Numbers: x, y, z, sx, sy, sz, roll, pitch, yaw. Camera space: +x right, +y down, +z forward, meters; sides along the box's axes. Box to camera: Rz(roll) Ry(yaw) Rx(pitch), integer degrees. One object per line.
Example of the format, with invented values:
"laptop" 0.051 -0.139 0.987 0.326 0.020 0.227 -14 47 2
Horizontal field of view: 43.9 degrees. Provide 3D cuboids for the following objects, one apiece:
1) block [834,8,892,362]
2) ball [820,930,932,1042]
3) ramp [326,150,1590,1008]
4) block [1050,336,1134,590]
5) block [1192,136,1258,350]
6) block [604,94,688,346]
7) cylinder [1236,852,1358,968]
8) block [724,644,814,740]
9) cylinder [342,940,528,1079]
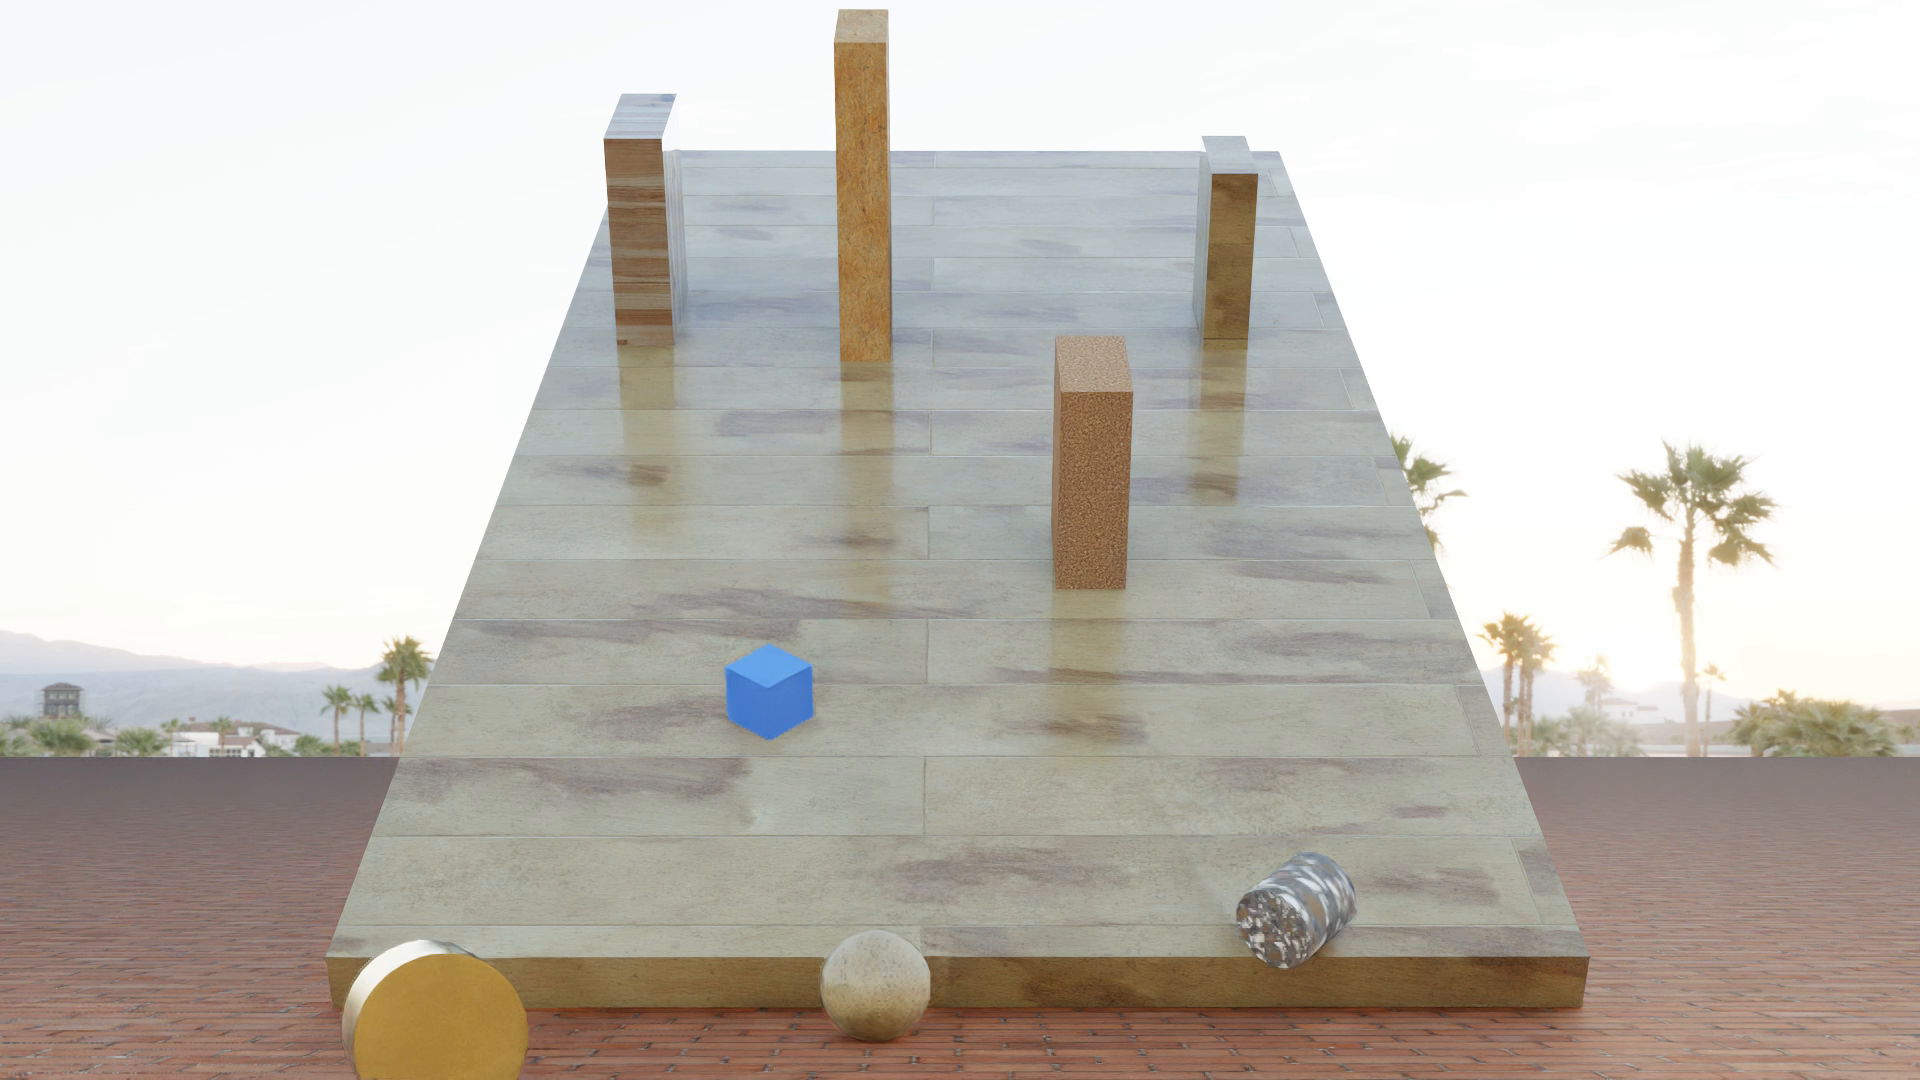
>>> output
"block" -0.233 -0.861 5.806 0.121 0.799 0.292 0 28 0
"ball" -0.119 0.630 3.365 0.157 0.157 0.157 0 -5 0
"ramp" -0.011 -0.224 5.560 2.000 0.100 4.000 0 28 0
"block" 0.266 -0.159 4.857 0.141 0.439 0.281 0 28 0
"block" 0.660 -0.745 5.955 0.111 0.460 0.293 0 28 0
"block" -0.786 -0.809 5.986 0.141 0.536 0.366 0 28 0
"cylinder" 0.533 0.584 3.765 0.137 0.137 0.137 -5 17 45
"block" -0.349 0.279 4.368 0.112 0.112 0.112 23 35 36
"cylinder" -0.597 0.555 2.696 0.189 0.189 0.189 2 -5 -18
